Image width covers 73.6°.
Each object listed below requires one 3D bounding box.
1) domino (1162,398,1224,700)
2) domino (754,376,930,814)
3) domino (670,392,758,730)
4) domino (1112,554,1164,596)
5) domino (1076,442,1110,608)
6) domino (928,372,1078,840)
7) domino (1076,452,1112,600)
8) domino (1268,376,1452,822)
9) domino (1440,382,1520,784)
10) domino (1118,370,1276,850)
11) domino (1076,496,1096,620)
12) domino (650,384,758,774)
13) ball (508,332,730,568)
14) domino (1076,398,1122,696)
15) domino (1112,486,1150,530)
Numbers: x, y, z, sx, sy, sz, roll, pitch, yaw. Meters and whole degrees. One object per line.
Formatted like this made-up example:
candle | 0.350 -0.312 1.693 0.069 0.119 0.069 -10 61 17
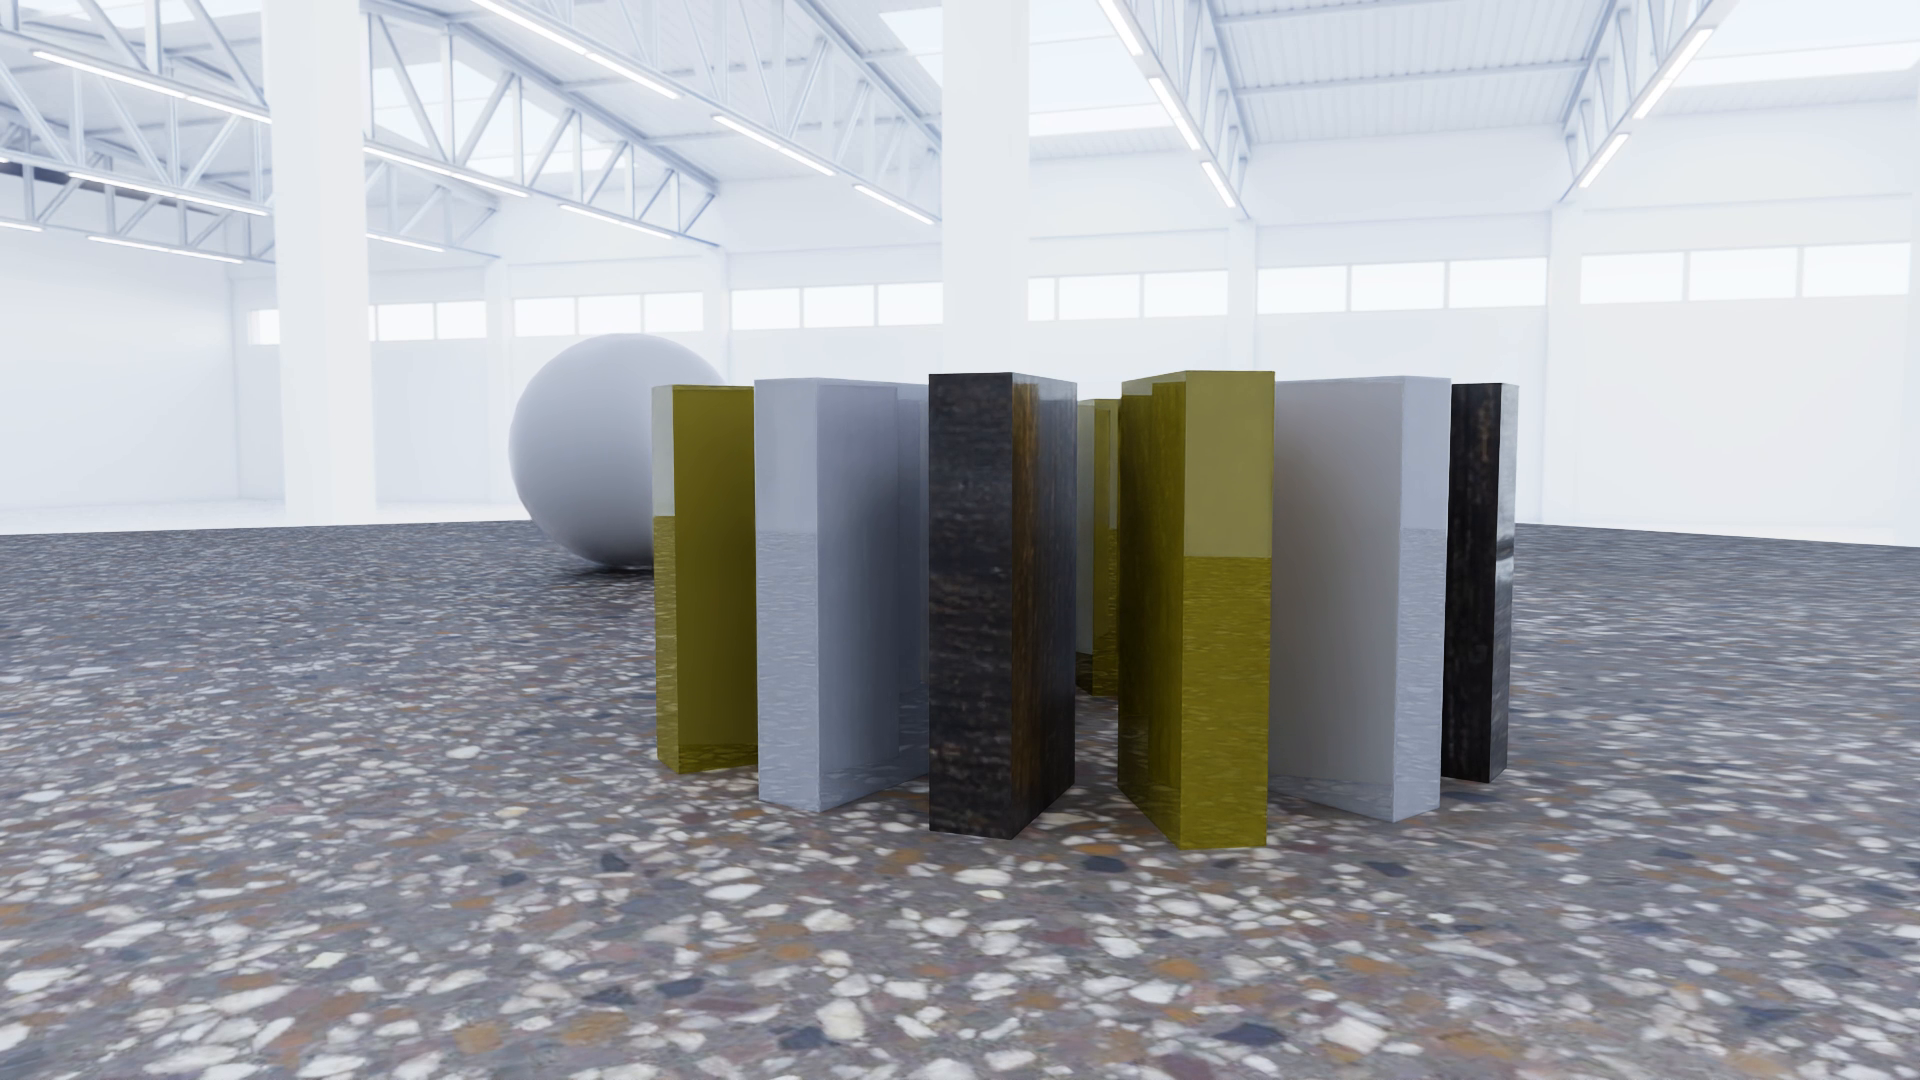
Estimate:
domino | 0.045 0.001 0.225 0.010 0.050 0.025 3 5 33
domino | -0.013 0.006 0.159 0.010 0.050 0.025 3 5 35
domino | -0.030 0.003 0.194 0.025 0.050 0.009 1 4 10
domino | 0.050 0.010 0.373 0.050 0.009 0.025 1 4 11
domino | 0.023 -0.003 0.320 0.025 0.050 0.010 1 48 12
domino | 0.006 0.006 0.149 0.010 0.050 0.025 2 5 21
domino | 0.027 -0.003 0.337 0.025 0.010 0.050 1 -38 8
domino | 0.045 0.006 0.155 0.010 0.050 0.025 -3 5 -39
domino | 0.059 0.005 0.170 0.025 0.050 0.010 3 5 35
domino | 0.026 0.007 0.146 0.009 0.050 0.025 -1 4 -8
domino | 0.015 -0.003 0.303 0.025 0.050 0.010 2 41 21
domino | -0.028 0.005 0.174 0.025 0.050 0.009 -2 5 -30
ball | -0.112 -0.030 0.437 0.080 0.080 0.080 0 4 0
domino | 0.025 0.000 0.228 0.009 0.050 0.025 -1 4 -9
domino | 0.030 -0.002 0.390 0.050 0.010 0.025 -21 0 -12
